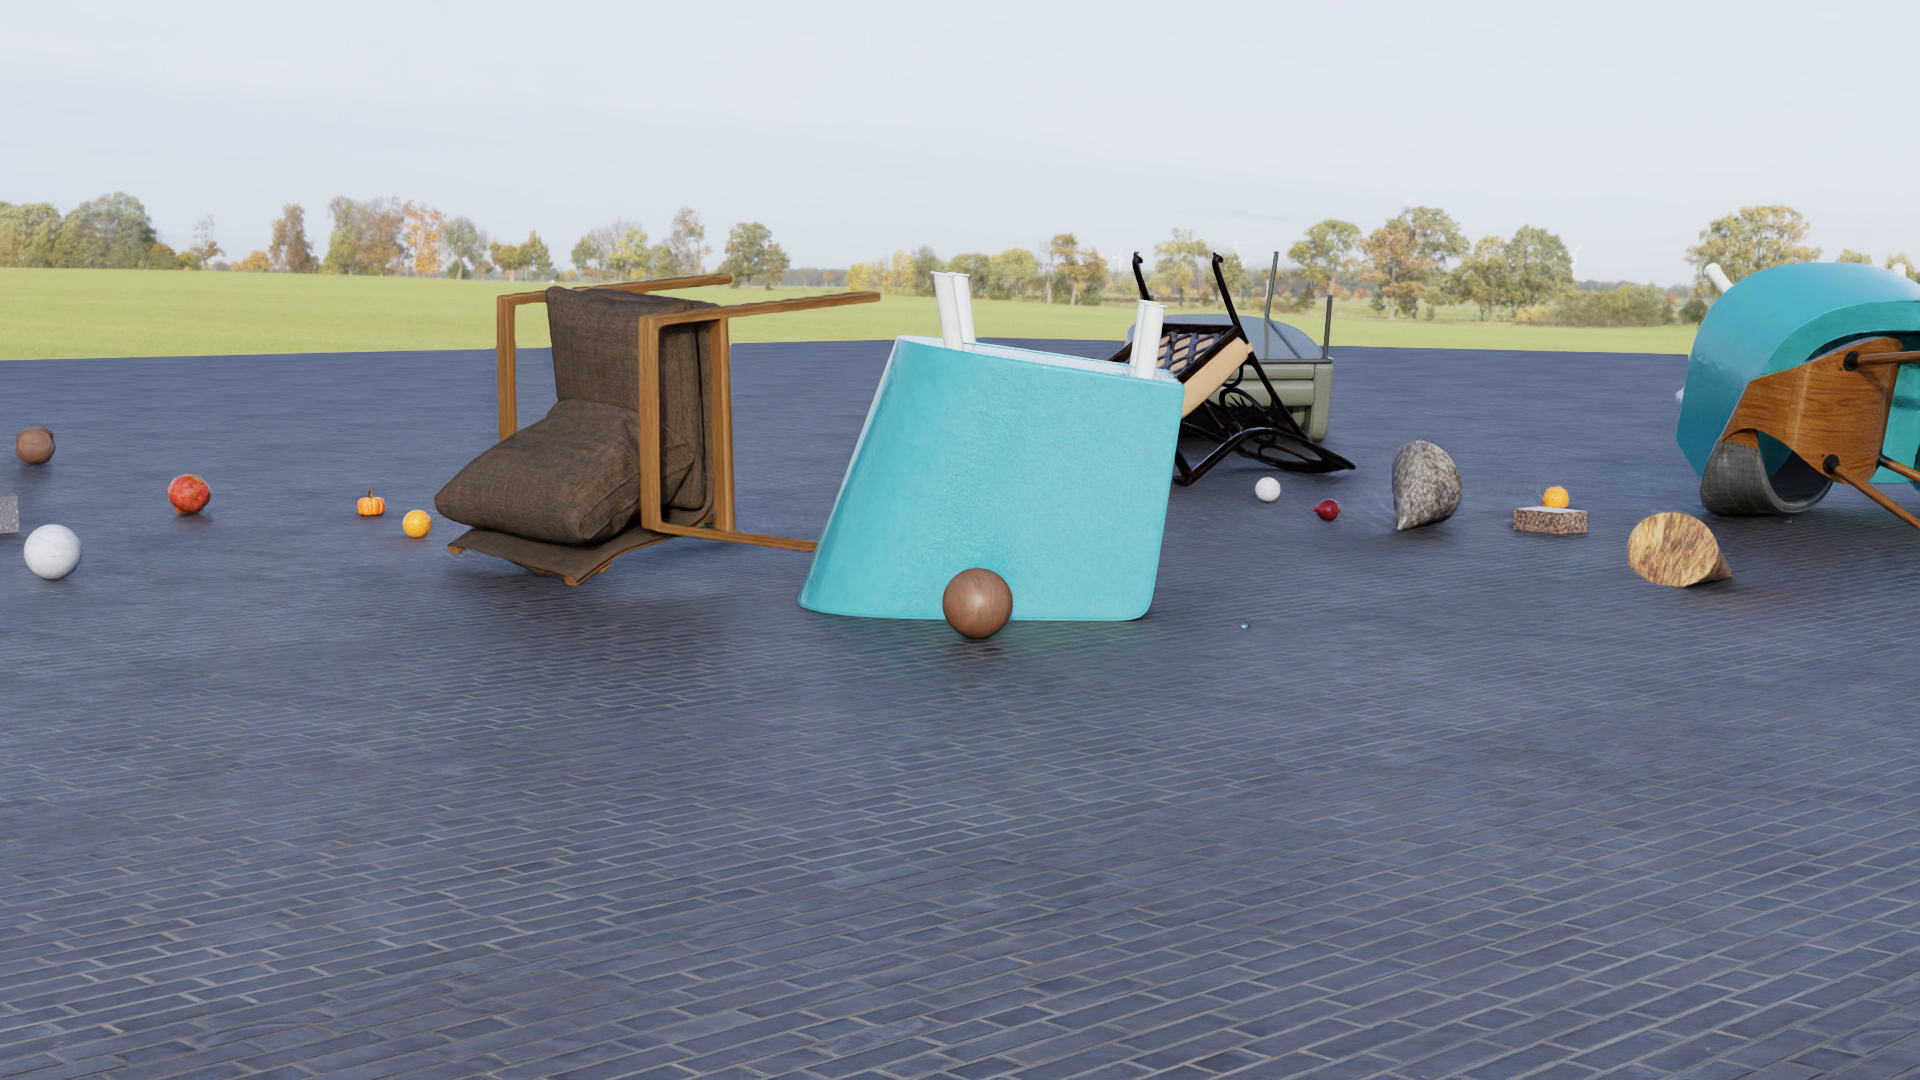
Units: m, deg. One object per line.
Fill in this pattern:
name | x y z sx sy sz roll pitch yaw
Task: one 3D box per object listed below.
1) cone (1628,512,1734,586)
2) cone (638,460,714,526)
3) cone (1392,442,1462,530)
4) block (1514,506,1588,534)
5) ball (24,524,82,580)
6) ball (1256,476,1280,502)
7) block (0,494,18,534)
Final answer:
cone | 1.606 0.051 5.543 0.250 0.160 0.224 19 0 -40
cone | -0.759 -0.130 6.843 0.198 0.170 0.213 -6 8 -44
cone | 1.178 -0.087 6.691 0.196 0.294 0.195 20 51 22
block | 1.530 -0.052 6.651 0.103 0.054 0.157 -4 7 -35
ball | -1.970 0.026 5.574 0.121 0.121 0.121 0 6 0
ball | 0.896 -0.146 7.470 0.074 0.074 0.074 0 6 0
block | -2.526 -0.065 6.586 0.131 0.094 0.158 4 7 35
